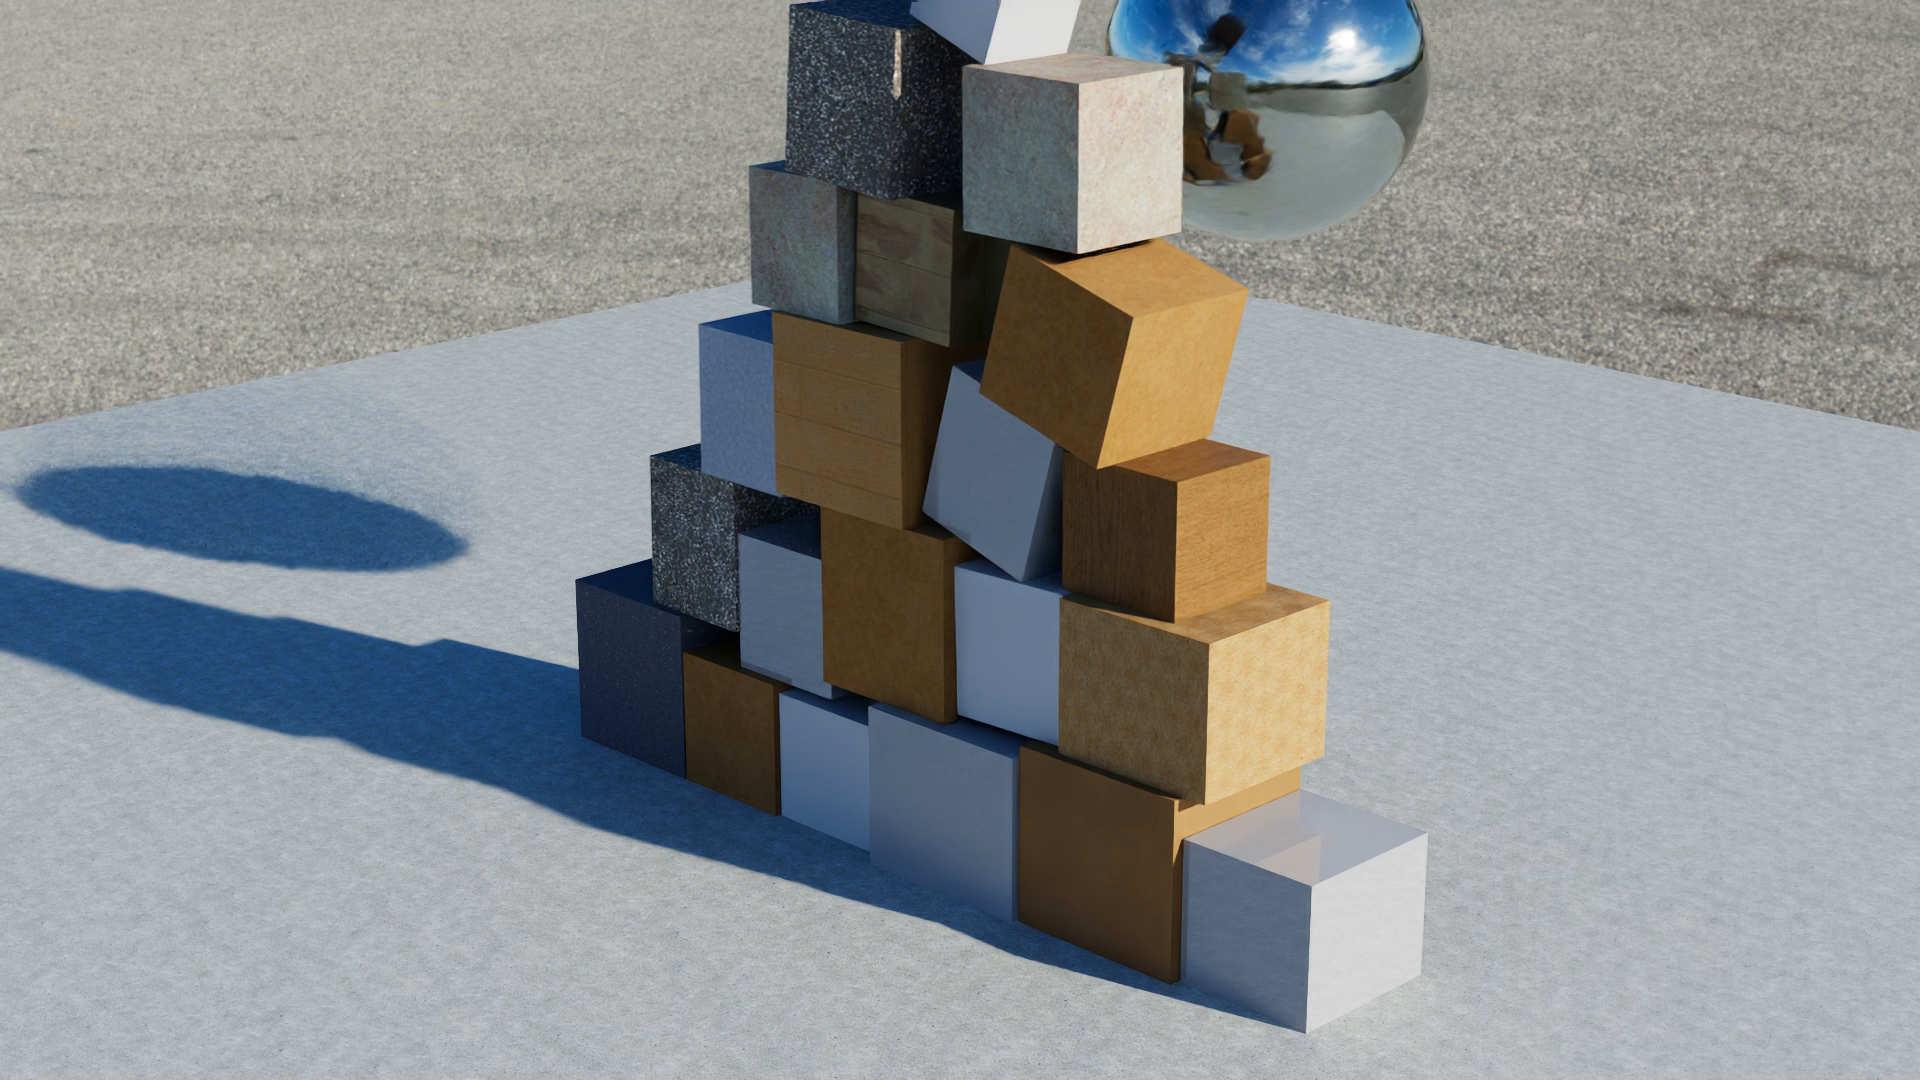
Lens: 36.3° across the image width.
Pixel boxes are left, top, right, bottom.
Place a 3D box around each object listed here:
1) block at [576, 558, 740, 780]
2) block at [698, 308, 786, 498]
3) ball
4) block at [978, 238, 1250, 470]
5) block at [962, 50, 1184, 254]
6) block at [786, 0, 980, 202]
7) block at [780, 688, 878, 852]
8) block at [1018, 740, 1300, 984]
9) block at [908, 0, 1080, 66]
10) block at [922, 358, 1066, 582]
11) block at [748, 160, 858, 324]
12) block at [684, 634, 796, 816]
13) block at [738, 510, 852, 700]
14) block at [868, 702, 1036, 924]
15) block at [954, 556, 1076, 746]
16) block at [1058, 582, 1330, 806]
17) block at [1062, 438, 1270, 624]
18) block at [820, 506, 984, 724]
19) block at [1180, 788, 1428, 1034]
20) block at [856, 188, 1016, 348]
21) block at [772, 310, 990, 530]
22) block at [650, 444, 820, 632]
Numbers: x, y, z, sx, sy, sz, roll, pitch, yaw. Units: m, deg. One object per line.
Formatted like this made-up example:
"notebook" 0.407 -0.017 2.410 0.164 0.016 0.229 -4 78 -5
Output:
"block" -1.373 0.608 14.990 0.809 0.852 0.828 -17 24 -42
"block" -0.779 -0.680 13.953 0.702 0.728 0.587 -16 24 -42
"ball" 1.467 -2.245 14.174 1.600 1.600 1.600 0 17 0
"block" 0.644 -0.838 12.375 0.716 0.702 0.718 -17 40 -42
"block" 0.471 -1.639 12.307 0.628 0.696 0.676 -17 24 -41
"block" -0.247 -1.980 12.970 0.779 0.738 0.678 -16 28 -42
"block" -0.343 1.023 14.042 0.749 0.627 0.715 -17 24 -42
"block" 0.868 1.296 12.828 0.835 0.836 0.889 -17 24 -42
"block" 0.179 -2.379 12.395 0.483 0.521 0.498 -16 44 -40
"block" 0.357 -0.354 12.895 0.658 0.734 0.664 -16 39 -41
"block" -0.510 -1.397 13.405 0.663 0.639 0.606 -16 23 -41
"block" -0.843 0.855 14.502 0.790 0.673 0.664 -17 24 -42
"block" -0.596 0.288 14.060 0.661 0.674 0.647 -17 24 -42
"block" 0.220 1.131 13.446 0.890 0.780 0.912 -17 24 -42
"block" 0.446 0.438 13.026 0.658 0.694 0.659 -16 22 -42
"block" 0.994 0.587 12.513 0.829 0.706 0.786 17 24 42
"block" 0.870 -0.075 12.427 0.579 0.608 0.649 -16 24 -41
"block" -0.067 0.245 13.526 0.811 0.862 0.801 -17 24 -42
"block" 1.445 1.546 12.334 0.776 0.654 0.677 -17 24 -42
"block" -0.033 -1.262 12.998 0.606 0.607 0.597 -17 27 -42
"block" -0.260 -0.627 13.443 0.832 0.855 0.847 -16 24 -42
"block" -1.045 -0.057 14.430 0.702 0.755 0.627 -17 25 -42
